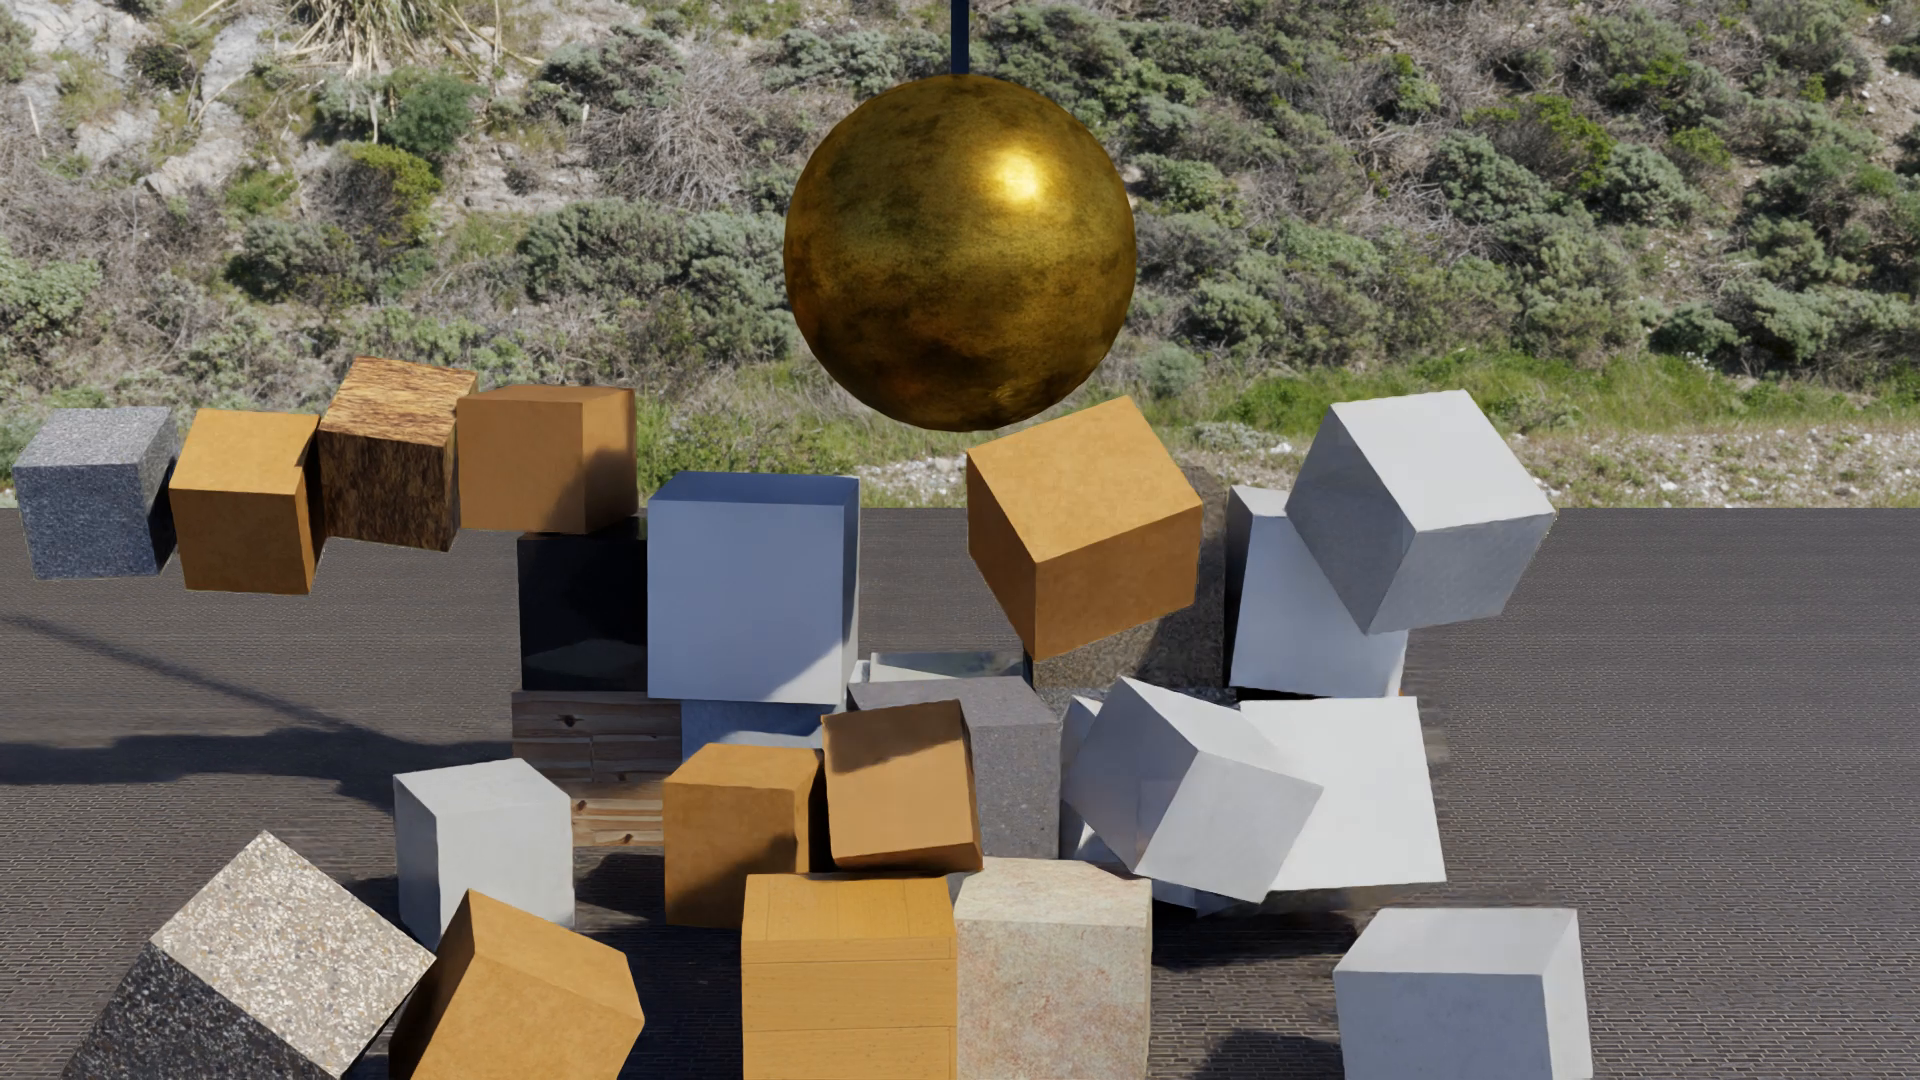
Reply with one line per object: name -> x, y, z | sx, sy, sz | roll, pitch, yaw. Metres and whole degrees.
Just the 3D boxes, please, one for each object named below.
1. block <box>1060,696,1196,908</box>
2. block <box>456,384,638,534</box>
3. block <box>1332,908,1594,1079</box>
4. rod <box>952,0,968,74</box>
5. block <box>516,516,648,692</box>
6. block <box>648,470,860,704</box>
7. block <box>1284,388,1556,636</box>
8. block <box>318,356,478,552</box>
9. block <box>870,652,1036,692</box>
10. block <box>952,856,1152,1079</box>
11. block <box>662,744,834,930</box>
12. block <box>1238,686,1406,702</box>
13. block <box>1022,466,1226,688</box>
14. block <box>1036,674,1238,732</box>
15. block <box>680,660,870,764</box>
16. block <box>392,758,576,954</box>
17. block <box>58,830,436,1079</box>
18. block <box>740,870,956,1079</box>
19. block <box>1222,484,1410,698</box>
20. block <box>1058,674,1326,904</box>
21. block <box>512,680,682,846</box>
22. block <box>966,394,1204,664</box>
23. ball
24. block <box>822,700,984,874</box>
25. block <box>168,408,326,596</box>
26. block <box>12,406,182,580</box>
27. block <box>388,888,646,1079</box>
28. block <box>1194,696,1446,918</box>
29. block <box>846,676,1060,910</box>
block -> 0.846, 1.229, 10.335 | 0.715, 0.705, 0.696 | 15, 6, -15
block -> -2.115, -0.427, 11.327 | 0.681, 0.661, 0.681 | 3, 11, 14
block -> 1.823, 1.745, 7.923 | 0.727, 0.634, 0.701 | -4, 8, 25
rod -> 0.000, -4.685, 9.886 | 0.080, 5.200, 0.080 | 0, 1, 0
block -> -1.856, 0.312, 11.244 | 0.634, 0.763, 0.706 | 0, 10, 2
block -> -1.028, 0.220, 11.177 | 0.952, 0.986, 0.960 | 2, 10, 2
block -> 2.122, -0.137, 10.245 | 0.761, 0.686, 0.831 | -7, 48, -23
block -> -2.873, -0.448, 11.332 | 0.628, 0.671, 0.673 | 8, 38, 0
block -> -0.048, 1.075, 11.311 | 0.820, 0.839, 0.776 | 0, 10, -1
block -> 0.364, 1.673, 8.462 | 0.719, 0.681, 0.718 | 1, 10, 7
block -> -0.968, 1.367, 10.171 | 0.614, 0.671, 0.660 | 2, 11, 11
block -> 1.802, 1.102, 11.372 | 0.856, 0.762, 0.841 | 0, 10, 0
block -> 0.814, 0.168, 11.166 | 0.935, 0.969, 0.890 | 0, 10, -2
block -> 0.868, 1.059, 11.359 | 0.991, 0.852, 0.973 | 0, 10, 0
block -> -0.926, 1.095, 11.365 | 0.911, 0.778, 0.828 | 0, 10, 0
block -> -2.132, 1.426, 9.831 | 0.592, 0.678, 0.718 | -6, 12, -28
block -> -2.397, 1.615, 7.446 | 0.741, 0.734, 0.719 | 38, 25, -3
block -> -0.409, 1.701, 8.081 | 0.752, 0.761, 0.704 | -1, 10, -4
block -> 1.788, 0.261, 11.208 | 0.837, 0.859, 0.940 | 7, 10, -1
block -> 0.926, 1.006, 8.870 | 0.684, 0.555, 0.636 | 18, 14, -33
block -> -1.812, 1.082, 11.381 | 0.841, 0.800, 0.750 | 0, 10, 0
block -> 0.447, -0.044, 8.088 | 0.655, 0.571, 0.591 | -19, 52, -14
ball -> 0.000, -1.285, 9.925 | 1.600, 1.600, 1.600 | 0, 10, 0
block -> -0.218, 0.980, 8.497 | 0.530, 0.556, 0.483 | -7, -21, 3
block -> -3.623, -0.196, 11.278 | 0.611, 0.672, 0.641 | 3, 41, -4
block -> -4.389, -0.249, 11.303 | 0.608, 0.628, 0.720 | -2, 27, -3
block -> -1.564, 1.723, 7.697 | 0.629, 0.632, 0.667 | 27, 2, -18
block -> 1.519, 1.179, 9.654 | 0.849, 0.809, 0.709 | 0, -18, -19
block -> -0.049, 1.213, 10.276 | 0.854, 0.938, 0.889 | -2, 10, -10
